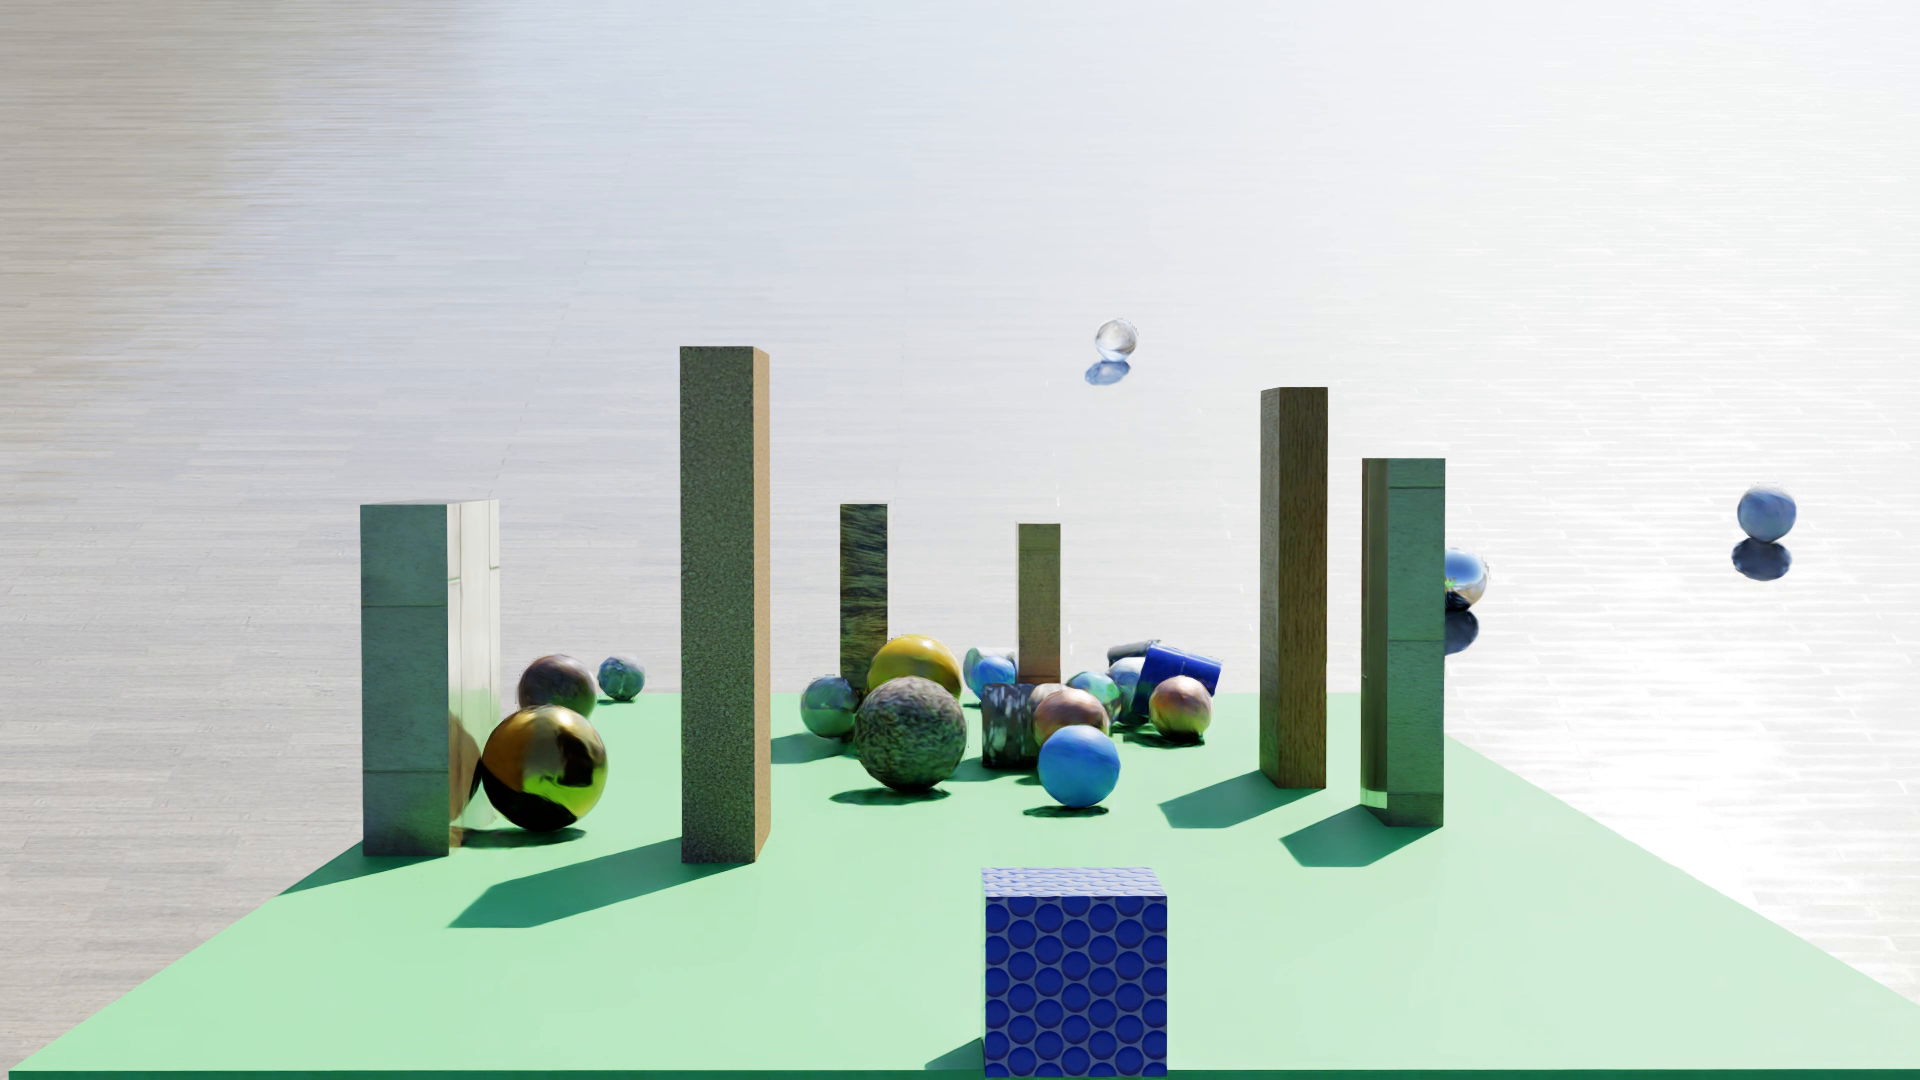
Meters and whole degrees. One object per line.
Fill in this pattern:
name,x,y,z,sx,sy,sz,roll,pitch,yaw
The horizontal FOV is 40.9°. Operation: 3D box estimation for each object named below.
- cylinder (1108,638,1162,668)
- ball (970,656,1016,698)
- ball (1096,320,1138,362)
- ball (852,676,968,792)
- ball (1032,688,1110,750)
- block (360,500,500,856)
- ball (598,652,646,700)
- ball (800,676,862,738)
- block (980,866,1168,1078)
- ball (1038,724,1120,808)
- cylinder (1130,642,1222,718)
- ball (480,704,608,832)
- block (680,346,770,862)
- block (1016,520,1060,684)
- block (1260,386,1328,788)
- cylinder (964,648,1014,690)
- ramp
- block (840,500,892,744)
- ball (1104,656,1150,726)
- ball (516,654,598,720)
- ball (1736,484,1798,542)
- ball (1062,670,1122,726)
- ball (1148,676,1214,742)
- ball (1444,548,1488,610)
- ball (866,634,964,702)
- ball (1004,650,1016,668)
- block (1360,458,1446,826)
cylinder,0.459,0.329,6.624,0.130,0.130,0.130,-11,22,13
ball,0.083,0.341,6.253,0.117,0.117,0.117,0,24,0
ball,0.544,-0.693,8.974,0.147,0.147,0.147,0,24,0
ball,-0.090,0.350,4.653,0.207,0.207,0.207,0,24,0
ball,0.208,0.354,4.862,0.148,0.148,0.148,0,24,0
block,-0.839,0.205,4.113,0.132,0.533,0.439,0,2,0
ball,-0.835,0.337,6.362,0.118,0.118,0.118,0,24,0
ball,-0.268,0.347,5.332,0.129,0.129,0.129,0,24,0
block,0.112,0.433,2.605,0.178,0.178,0.178,0,2,-1
ball,0.205,0.389,4.432,0.143,0.143,0.143,0,24,0
cylinder,0.468,0.319,5.592,0.163,0.163,0.163,16,26,5
ball,-0.671,0.368,4.162,0.205,0.205,0.205,0,24,0
block,-0.360,0.091,3.989,0.109,0.768,0.328,0,2,0
block,0.157,0.198,5.215,0.084,0.471,0.248,0,2,0
block,0.622,0.082,4.817,0.088,0.729,0.294,0,2,0
cylinder,0.083,0.337,6.725,0.111,0.111,0.111,3,21,-27
ramp,0.056,0.507,4.550,2.000,0.100,4.000,0,2,0
block,-0.201,0.169,5.601,0.100,0.504,0.427,0,2,0
ball,0.390,0.338,5.753,0.155,0.155,0.155,0,24,0
ball,-0.876,0.335,5.605,0.173,0.173,0.173,0,24,0
ball,2.378,-0.080,7.594,0.173,0.173,0.173,0,24,0
ball,0.282,0.353,5.598,0.137,0.137,0.137,0,24,0
ball,0.467,0.357,5.442,0.138,0.138,0.138,0,24,0
ball,1.381,0.109,7.174,0.176,0.176,0.176,0,24,0
ball,-0.093,0.295,5.311,0.199,0.199,0.199,0,24,0
ball,0.148,0.335,6.432,0.117,0.117,0.117,0,24,0
block,0.743,0.163,4.334,0.093,0.601,0.277,0,2,0
